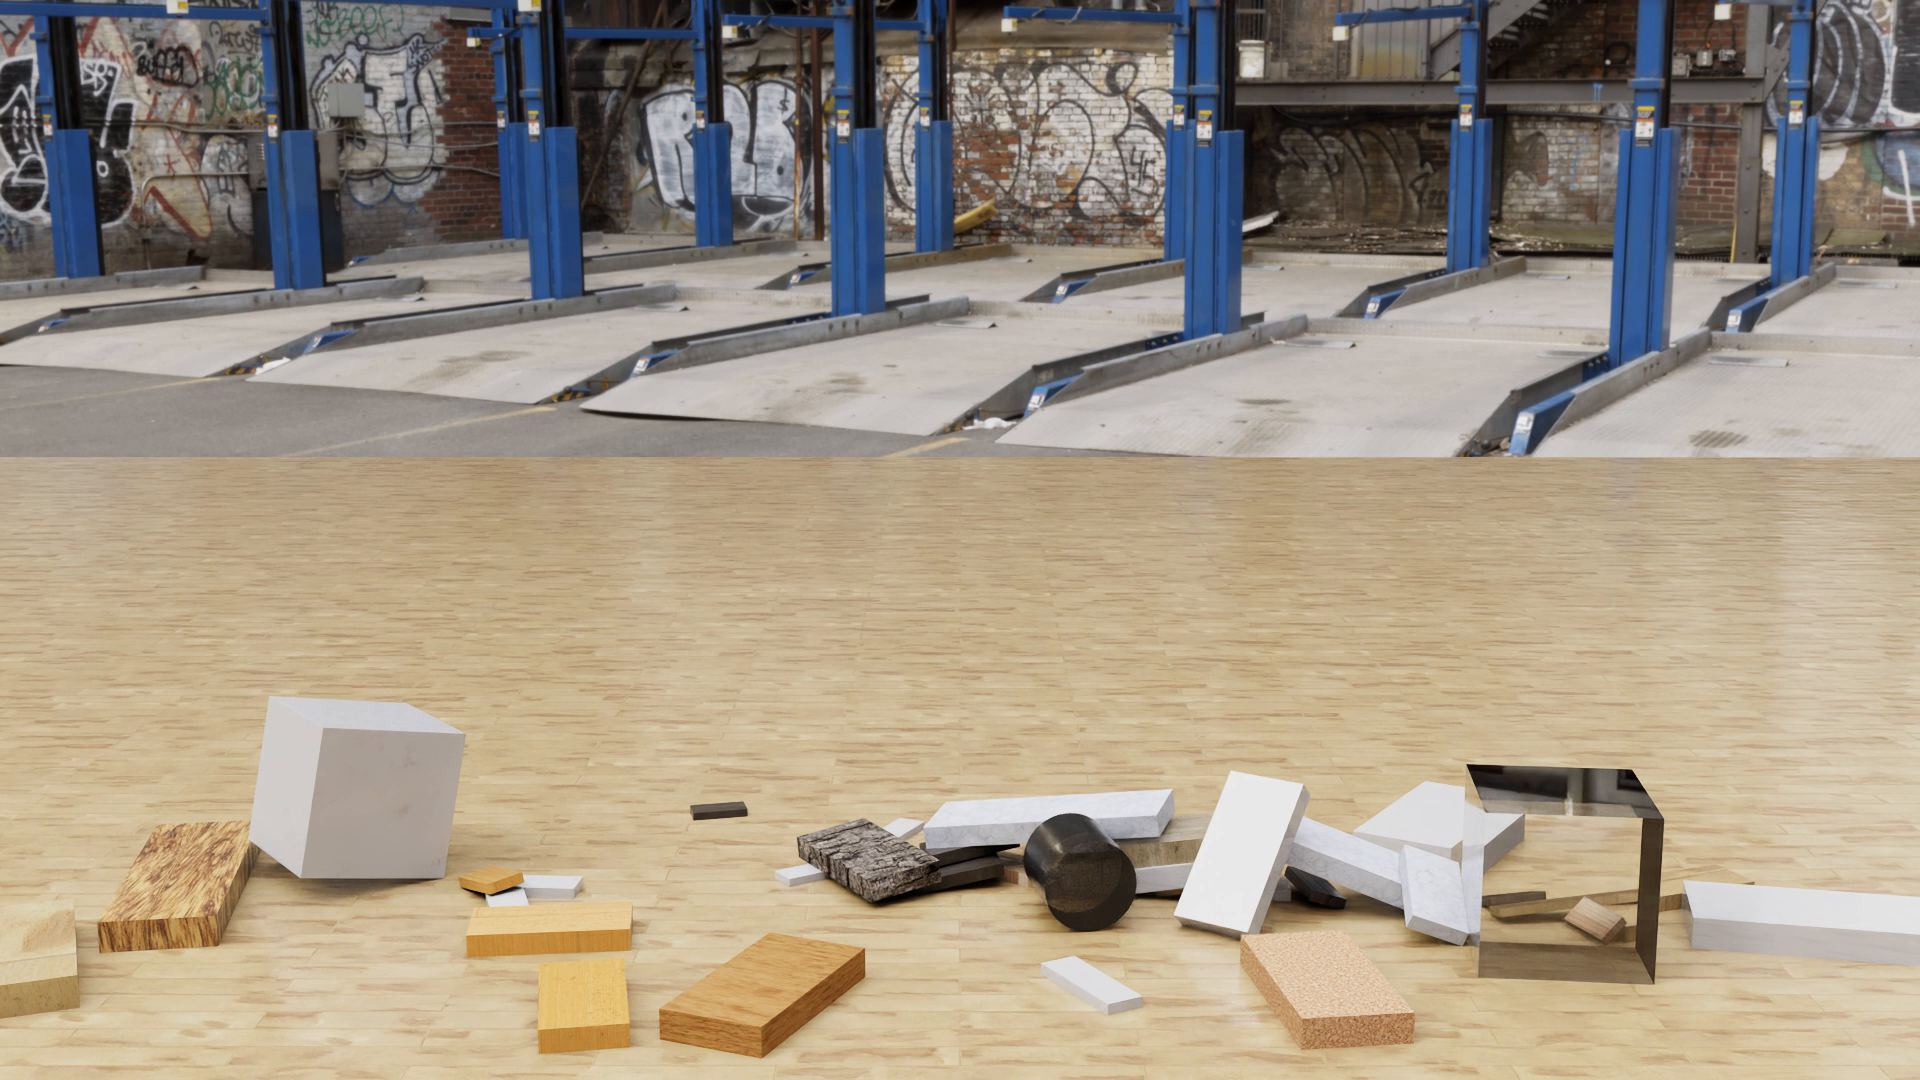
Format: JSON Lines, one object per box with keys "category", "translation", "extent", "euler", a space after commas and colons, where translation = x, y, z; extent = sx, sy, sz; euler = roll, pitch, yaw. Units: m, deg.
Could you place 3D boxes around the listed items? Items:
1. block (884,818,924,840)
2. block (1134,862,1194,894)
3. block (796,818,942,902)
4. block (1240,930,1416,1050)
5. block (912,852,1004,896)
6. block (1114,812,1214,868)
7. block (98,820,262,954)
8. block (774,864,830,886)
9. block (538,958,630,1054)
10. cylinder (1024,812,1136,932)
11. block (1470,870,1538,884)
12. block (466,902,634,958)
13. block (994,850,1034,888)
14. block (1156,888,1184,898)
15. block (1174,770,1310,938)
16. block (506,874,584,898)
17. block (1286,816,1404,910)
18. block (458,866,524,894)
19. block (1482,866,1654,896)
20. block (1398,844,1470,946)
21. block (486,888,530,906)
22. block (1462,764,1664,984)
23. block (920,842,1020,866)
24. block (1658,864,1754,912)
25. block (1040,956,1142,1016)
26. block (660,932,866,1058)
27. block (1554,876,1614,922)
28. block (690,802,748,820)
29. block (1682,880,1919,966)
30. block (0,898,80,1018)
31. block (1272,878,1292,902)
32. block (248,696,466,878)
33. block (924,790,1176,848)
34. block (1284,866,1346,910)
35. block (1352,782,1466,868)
{"category": "block", "translation": [-0.110, 0.526, 3.974], "extent": [0.050, 0.014, 0.101], "euler": [5, 12, 26]}
{"category": "block", "translation": [0.397, 0.537, 3.674], "extent": [0.280, 0.040, 0.140], "euler": [-9, 8, 15]}
{"category": "block", "translation": [-0.157, 0.540, 3.724], "extent": [0.132, 0.037, 0.265], "euler": [-13, 15, -29]}
{"category": "block", "translation": [0.530, 0.652, 3.209], "extent": [0.162, 0.046, 0.324], "euler": [-1, 11, -8]}
{"category": "block", "translation": [-0.010, 0.558, 3.710], "extent": [0.156, 0.022, 0.078], "euler": [-11, 15, -11]}
{"category": "block", "translation": [0.303, 0.511, 3.702], "extent": [0.280, 0.040, 0.140], "euler": [-9, 9, 19]}
{"category": "block", "translation": [-1.286, 0.568, 3.653], "extent": [0.176, 0.050, 0.495], "euler": [-2, 11, -9]}
{"category": "block", "translation": [-0.259, 0.568, 3.748], "extent": [0.101, 0.014, 0.050], "euler": [-7, 13, -33]}
{"category": "block", "translation": [-0.542, 0.667, 3.159], "extent": [0.125, 0.035, 0.249], "euler": [-2, 11, -10]}
{"category": "cylinder", "translation": [0.192, 0.535, 3.551], "extent": [0.150, 0.150, 0.150], "euler": [-2, 11, -11]}
{"category": "block", "translation": [0.915, 0.569, 3.705], "extent": [0.099, 0.014, 0.050], "euler": [-3, -8, -15]}
{"category": "block", "translation": [-0.642, 0.611, 3.458], "extent": [0.249, 0.035, 0.125], "euler": [-1, 11, -6]}
{"category": "block", "translation": [0.083, 0.560, 3.768], "extent": [0.156, 0.022, 0.078], "euler": [8, 13, 35]}
{"category": "block", "translation": [0.392, 0.569, 3.666], "extent": [0.126, 0.018, 0.063], "euler": [-9, 8, 13]}
{"category": "block", "translation": [0.453, 0.504, 3.525], "extent": [0.132, 0.265, 0.037], "euler": [7, -29, 35]}
{"category": "block", "translation": [-0.699, 0.580, 3.677], "extent": [0.124, 0.018, 0.062], "euler": [1, 11, 4]}
{"category": "block", "translation": [0.650, 0.531, 3.601], "extent": [0.280, 0.040, 0.140], "euler": [21, 15, 1]}
{"category": "block", "translation": [-0.782, 0.566, 3.666], "extent": [0.062, 0.018, 0.124], "euler": [-16, 8, -35]}
{"category": "block", "translation": [1.010, 0.567, 3.658], "extent": [0.275, 0.014, 0.050], "euler": [-6, -4, -5]}
{"category": "block", "translation": [0.754, 0.565, 3.505], "extent": [0.094, 0.027, 0.187], "euler": [19, 28, -3]}
{"category": "block", "translation": [-0.735, 0.598, 3.577], "extent": [0.062, 0.018, 0.124], "euler": [-3, 11, -17]}
{"category": "block", "translation": [0.921, 0.510, 3.393], "extent": [0.258, 0.258, 0.258], "euler": [1, 11, 6]}
{"category": "block", "translation": [0.016, 0.520, 3.751], "extent": [0.156, 0.022, 0.078], "euler": [-12, 11, -15]}
{"category": "block", "translation": [1.169, 0.582, 3.641], "extent": [0.287, 0.027, 0.094], "euler": [-4, 11, -22]}
{"category": "block", "translation": [0.194, 0.658, 3.255], "extent": [0.060, 0.017, 0.183], "euler": [-6, 12, -29]}
{"category": "block", "translation": [-0.281, 0.656, 3.189], "extent": [0.162, 0.046, 0.324], "euler": [5, 11, 23]}
{"category": "block", "translation": [1.017, 0.584, 3.583], "extent": [0.050, 0.014, 0.099], "euler": [-44, 21, -8]}
{"category": "block", "translation": [-0.449, 0.504, 4.093], "extent": [0.101, 0.014, 0.050], "euler": [-3, 11, -14]}
{"category": "block", "translation": [1.450, 0.607, 3.438], "extent": [0.599, 0.050, 0.178], "euler": [2, 11, 13]}
{"category": "block", "translation": [-1.426, 0.631, 3.314], "extent": [0.176, 0.050, 0.353], "euler": [-4, 11, -22]}
{"category": "block", "translation": [0.486, 0.581, 3.666], "extent": [0.126, 0.018, 0.063], "euler": [1, 11, 5]}
{"category": "block", "translation": [-1.032, 0.422, 3.759], "extent": [0.252, 0.252, 0.252], "euler": [7, 4, -38]}
{"category": "block", "translation": [0.151, 0.473, 3.728], "extent": [0.406, 0.037, 0.132], "euler": [-5, 11, 18]}
{"category": "block", "translation": [0.589, 0.576, 3.647], "extent": [0.063, 0.018, 0.126], "euler": [16, 7, -13]}
{"category": "block", "translation": [0.855, 0.514, 3.942], "extent": [0.178, 0.050, 0.356], "euler": [7, 12, 31]}
